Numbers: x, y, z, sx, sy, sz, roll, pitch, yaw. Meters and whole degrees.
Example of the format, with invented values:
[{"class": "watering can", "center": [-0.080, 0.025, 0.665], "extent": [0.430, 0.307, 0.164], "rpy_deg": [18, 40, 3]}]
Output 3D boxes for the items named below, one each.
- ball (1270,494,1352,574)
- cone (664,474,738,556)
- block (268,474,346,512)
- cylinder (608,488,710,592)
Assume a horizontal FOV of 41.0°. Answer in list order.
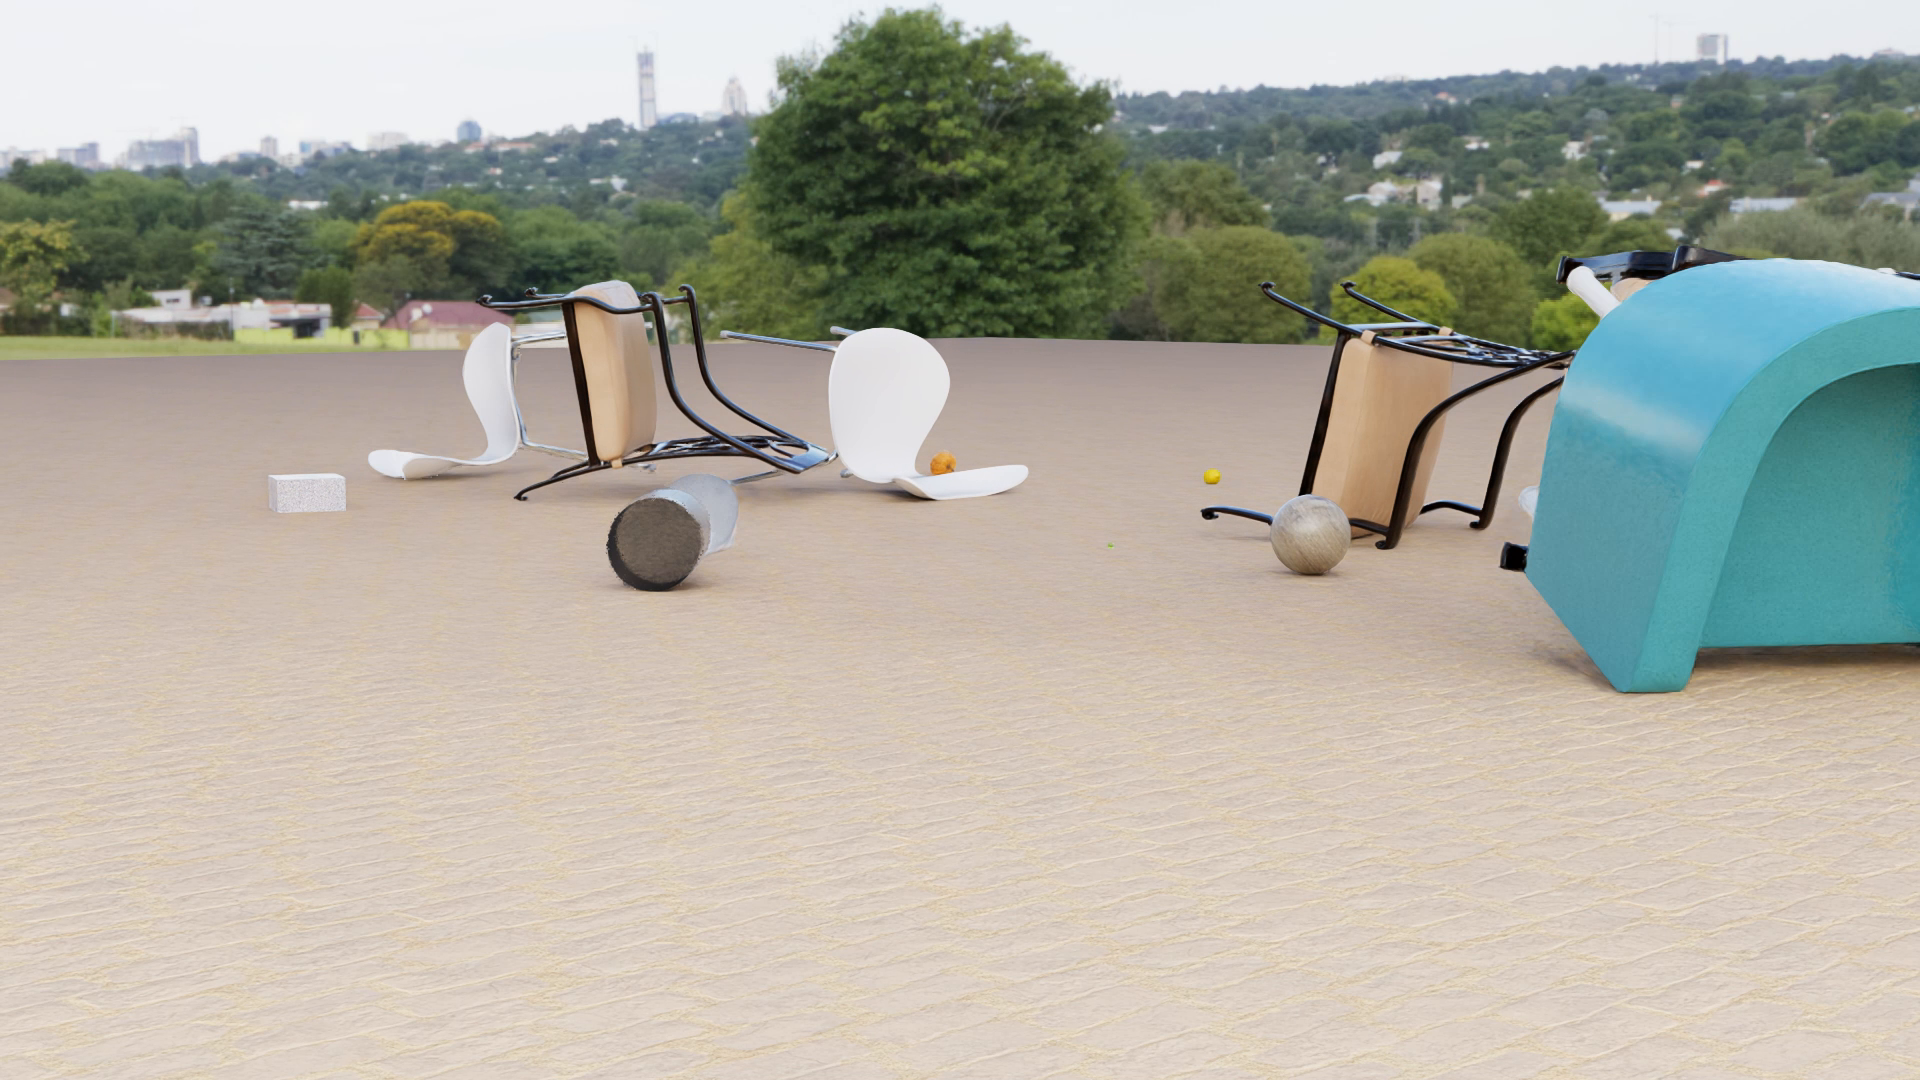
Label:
[{"class": "ball", "center": [0.774, -0.012, 5.662], "extent": [0.177, 0.177, 0.177], "rpy_deg": [0, 6, 0]}, {"class": "cone", "center": [-0.588, -0.020, 6.127], "extent": [0.225, 0.203, 0.286], "rpy_deg": [-27, -19, 6]}, {"class": "block", "center": [-1.847, -0.133, 7.255], "extent": [0.187, 0.093, 0.175], "rpy_deg": [-2, 6, -22]}, {"class": "cylinder", "center": [-0.638, -0.002, 5.460], "extent": [0.192, 0.201, 0.223], "rpy_deg": [35, 5, -3]}]
